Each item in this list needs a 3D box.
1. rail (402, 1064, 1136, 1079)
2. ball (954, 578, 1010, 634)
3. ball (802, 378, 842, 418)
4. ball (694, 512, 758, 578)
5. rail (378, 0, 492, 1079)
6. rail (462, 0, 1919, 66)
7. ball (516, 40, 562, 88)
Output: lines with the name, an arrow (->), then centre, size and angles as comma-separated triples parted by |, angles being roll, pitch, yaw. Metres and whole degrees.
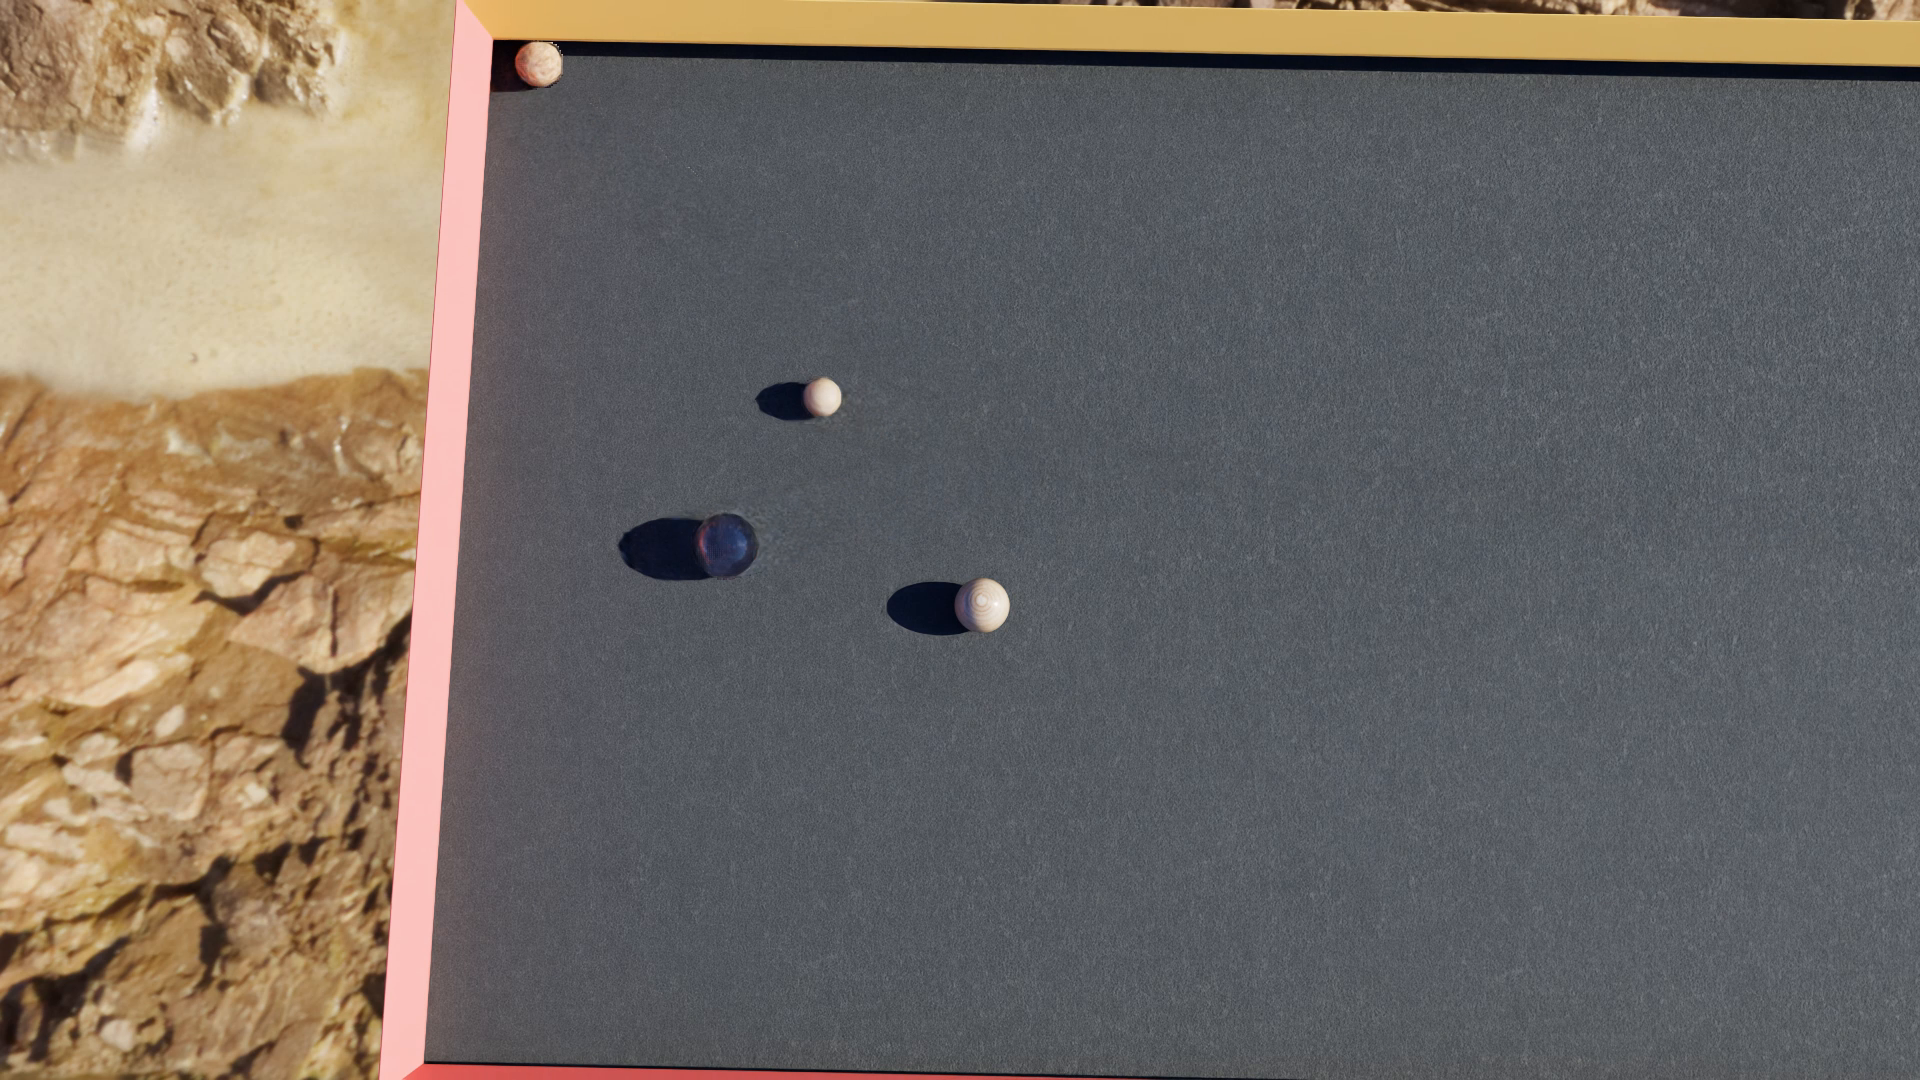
rail -> 0.775, 0.796, 3.108 | 3.168, 0.127, 0.045 | 1, 78, 0
ball -> 0.033, 0.097, 3.275 | 0.083, 0.083, 0.083 | 0, 78, 0
ball -> -0.210, -0.217, 3.352 | 0.060, 0.060, 0.060 | 0, 78, 0
ball -> -0.350, 0.008, 3.286 | 0.098, 0.098, 0.098 | 0, 78, 0
rail -> -0.768, -0.020, 3.276 | 0.045, 0.127, 1.651 | 1, 78, 0
rail -> 0.808, -0.774, 3.432 | 3.168, 0.127, 0.045 | 1, 78, 0
ball -> -0.662, -0.748, 3.455 | 0.072, 0.072, 0.072 | 0, 78, 0
